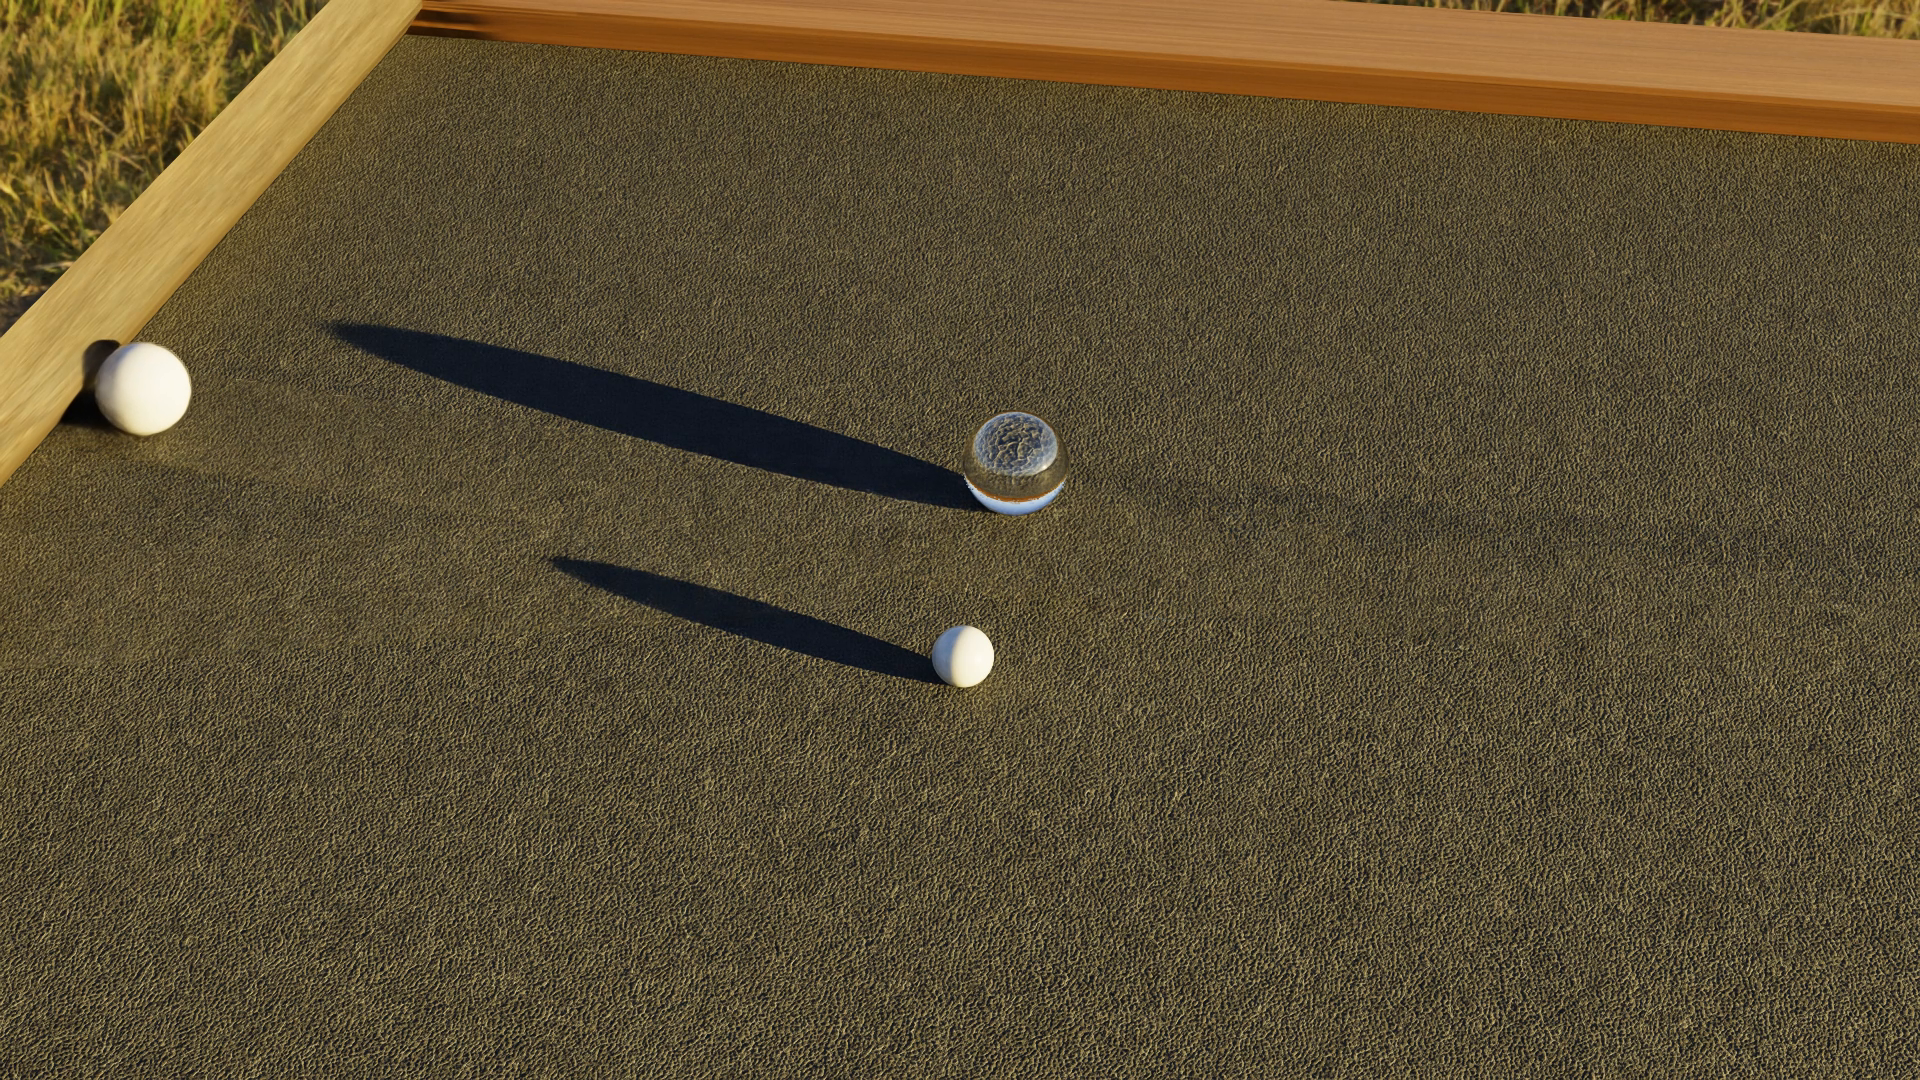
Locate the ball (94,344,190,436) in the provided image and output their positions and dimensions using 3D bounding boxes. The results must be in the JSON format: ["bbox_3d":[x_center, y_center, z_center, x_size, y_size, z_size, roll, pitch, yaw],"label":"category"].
[{"bbox_3d":[-0.689,-0.127,2.163,0.078,0.078,0.078,0,34,0],"label":"ball"}]

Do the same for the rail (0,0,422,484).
[{"bbox_3d":[-0.766,-0.094,2.083,0.045,0.111,1.876,6,35,8],"label":"rail"}]

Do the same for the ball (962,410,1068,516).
[{"bbox_3d":[0.045,-0.062,2.060,0.086,0.086,0.086,0,34,0],"label":"ball"}]

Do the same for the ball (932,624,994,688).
[{"bbox_3d":[0.002,0.085,1.879,0.046,0.046,0.046,0,34,0],"label":"ball"}]

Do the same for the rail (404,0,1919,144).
[{"bbox_3d":[0.948,-0.446,2.600,3.205,0.111,0.045,6,35,8],"label":"rail"}]
